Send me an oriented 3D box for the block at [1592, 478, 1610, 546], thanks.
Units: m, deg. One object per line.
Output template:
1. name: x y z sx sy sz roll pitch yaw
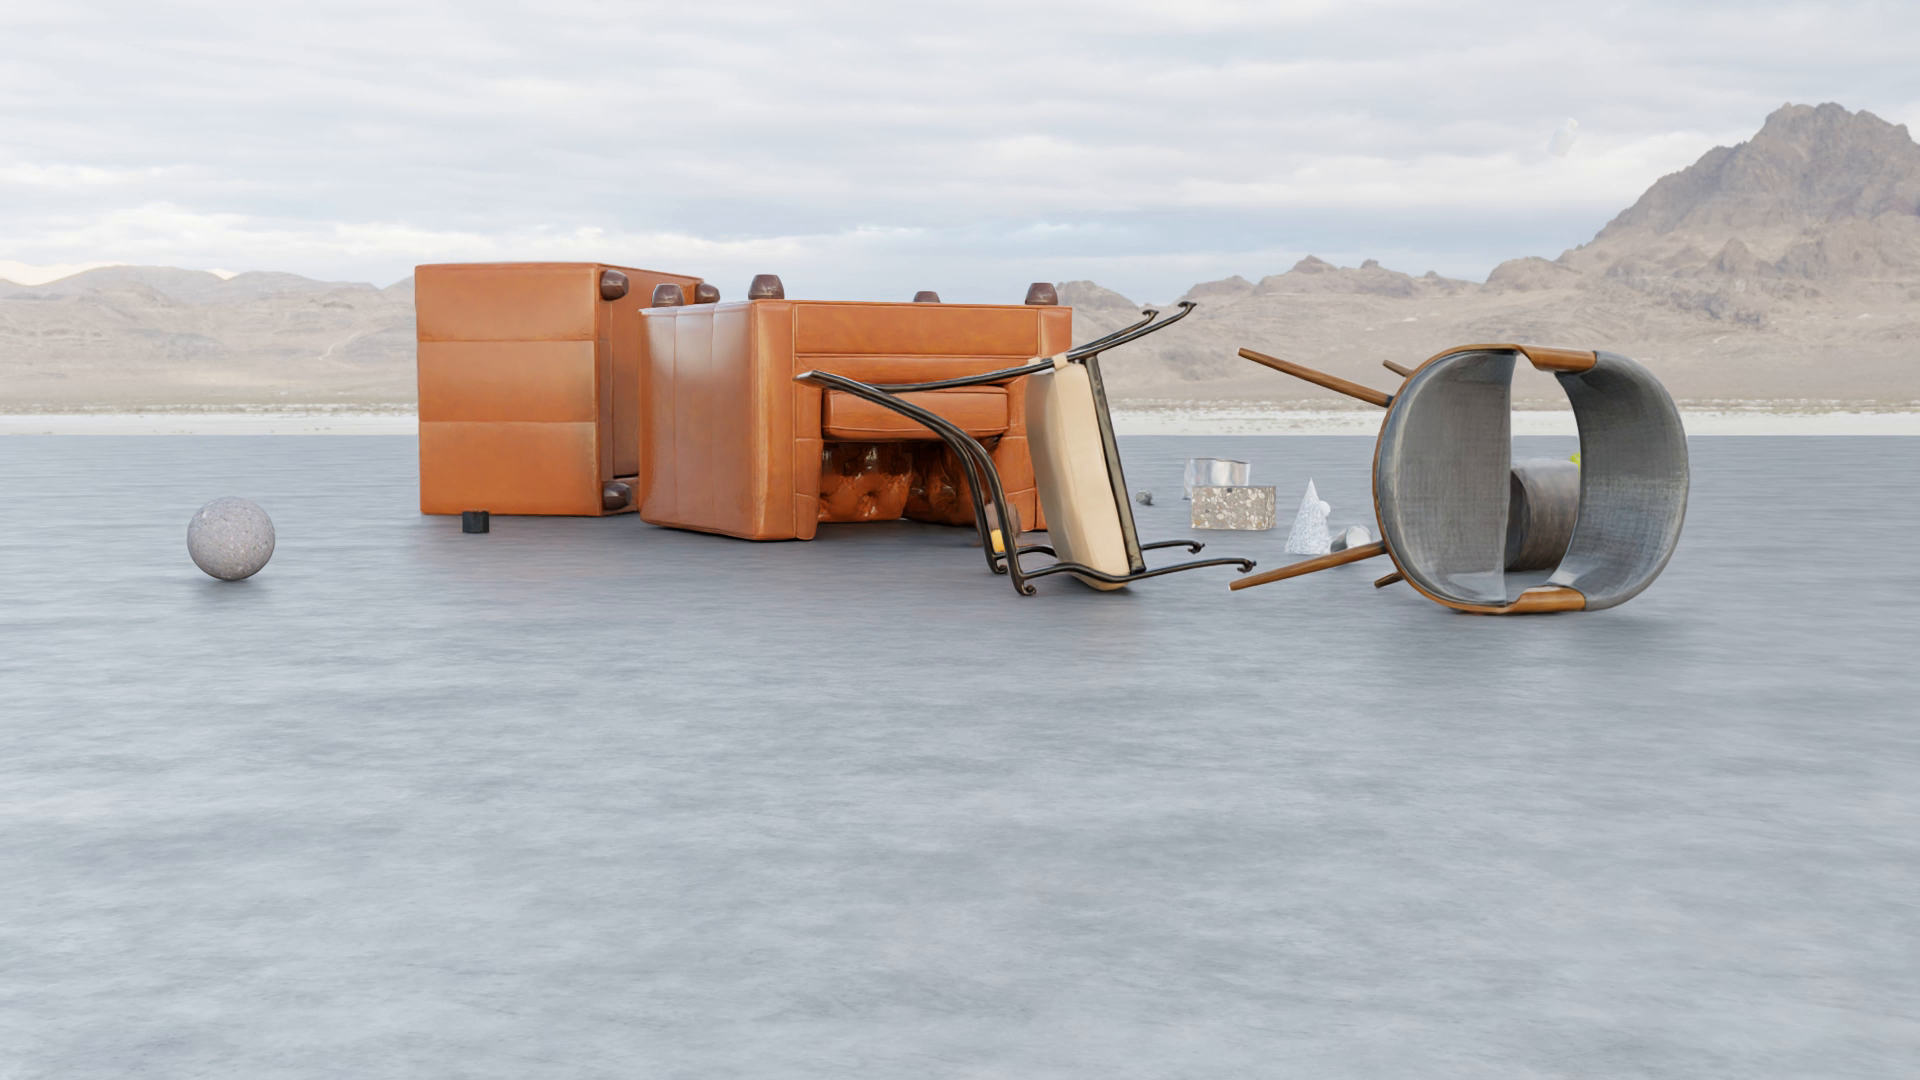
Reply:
1. block: 1.731 -0.085 6.388 0.237 0.190 0.178 -1 4 -20

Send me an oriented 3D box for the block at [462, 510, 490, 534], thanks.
1. block: -1.515 -0.057 6.882 0.056 0.068 0.063 -4 6 -45

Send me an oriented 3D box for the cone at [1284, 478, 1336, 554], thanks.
1. cone: 0.965 -0.069 6.047 0.145 0.207 0.139 0 4 -5

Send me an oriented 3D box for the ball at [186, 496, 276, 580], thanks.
1. ball: -1.707 -0.004 5.151 0.198 0.198 0.198 0 4 0

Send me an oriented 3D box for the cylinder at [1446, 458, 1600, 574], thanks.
1. cylinder: 1.392 -0.062 5.440 0.278 0.276 0.256 -3 9 -38

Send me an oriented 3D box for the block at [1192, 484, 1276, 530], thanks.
1. block: 0.888 -0.107 7.133 0.238 0.133 0.183 1 4 19

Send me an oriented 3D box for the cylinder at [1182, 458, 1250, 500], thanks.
1. cylinder: 0.986 -0.225 8.448 0.244 0.159 0.294 5 0 9
